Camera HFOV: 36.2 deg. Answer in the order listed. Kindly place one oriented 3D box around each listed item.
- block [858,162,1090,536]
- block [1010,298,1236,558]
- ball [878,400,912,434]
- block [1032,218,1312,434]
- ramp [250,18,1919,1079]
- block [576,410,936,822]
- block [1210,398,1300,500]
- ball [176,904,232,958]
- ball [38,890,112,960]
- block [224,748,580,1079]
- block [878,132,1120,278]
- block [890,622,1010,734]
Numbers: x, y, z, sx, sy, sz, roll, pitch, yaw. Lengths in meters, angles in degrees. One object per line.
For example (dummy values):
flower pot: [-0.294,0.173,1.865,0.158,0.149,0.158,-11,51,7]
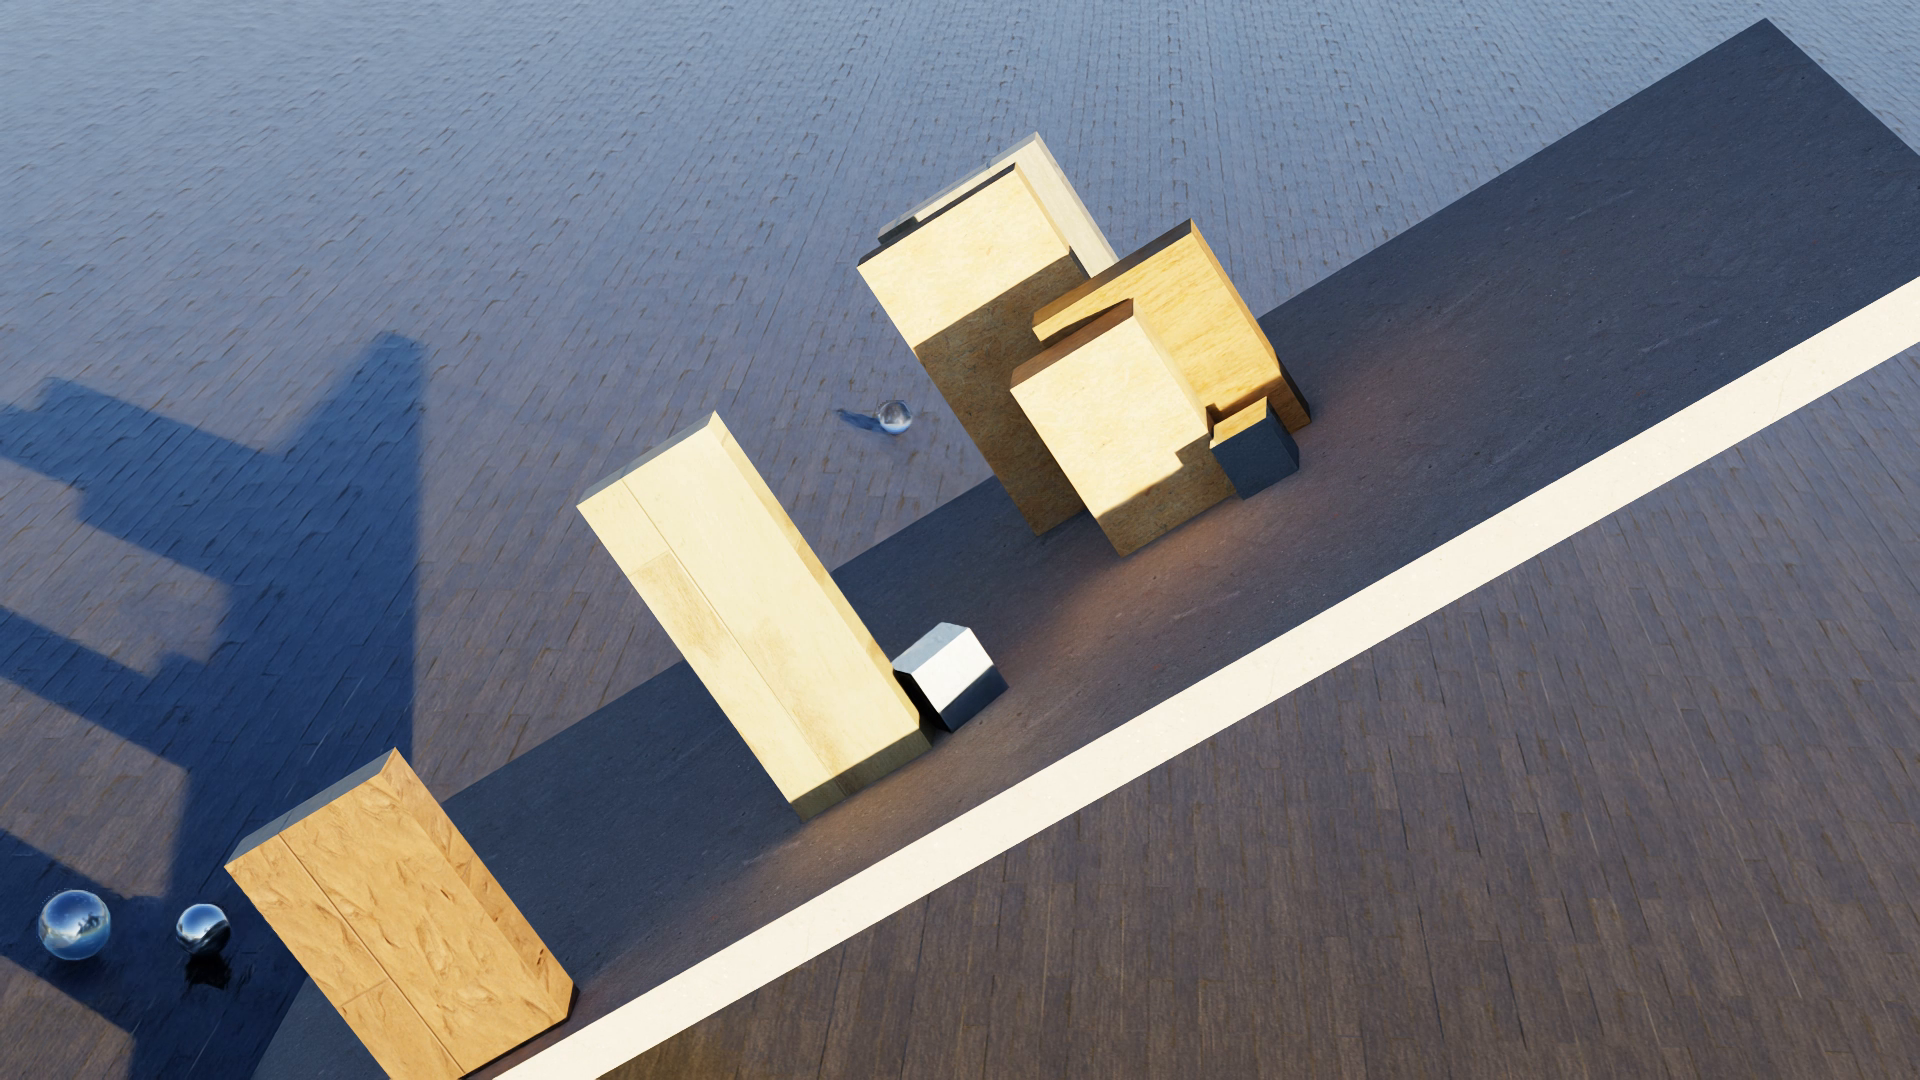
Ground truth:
block: [0.147,-0.414,6.478,0.407,0.731,0.083,-30,15,14]
block: [0.346,-0.232,6.078,0.295,0.429,0.145,-30,15,14]
ball: [-0.244,-0.462,11.125,0.127,0.127,0.127,0,20,0]
block: [0.446,-0.364,6.180,0.386,0.480,0.126,-30,15,14]
ramp: [0.140,0.170,6.294,4.000,0.100,2.000,-30,15,14]
block: [-0.392,0.155,5.750,0.308,0.781,0.095,-30,15,14]
block: [0.600,-0.186,5.983,0.130,0.130,0.130,-30,16,17]
ball: [-1.859,0.960,7.229,0.134,0.134,0.134,0,20,0]
ball: [-2.171,0.944,7.214,0.173,0.173,0.173,0,20,0]
block: [-1.068,0.750,5.660,0.374,0.611,0.117,-30,15,14]
block: [0.182,-0.538,6.855,0.431,0.698,0.098,-30,15,14]
block: [-0.026,0.272,5.843,0.148,0.148,0.148,-38,15,-15]
